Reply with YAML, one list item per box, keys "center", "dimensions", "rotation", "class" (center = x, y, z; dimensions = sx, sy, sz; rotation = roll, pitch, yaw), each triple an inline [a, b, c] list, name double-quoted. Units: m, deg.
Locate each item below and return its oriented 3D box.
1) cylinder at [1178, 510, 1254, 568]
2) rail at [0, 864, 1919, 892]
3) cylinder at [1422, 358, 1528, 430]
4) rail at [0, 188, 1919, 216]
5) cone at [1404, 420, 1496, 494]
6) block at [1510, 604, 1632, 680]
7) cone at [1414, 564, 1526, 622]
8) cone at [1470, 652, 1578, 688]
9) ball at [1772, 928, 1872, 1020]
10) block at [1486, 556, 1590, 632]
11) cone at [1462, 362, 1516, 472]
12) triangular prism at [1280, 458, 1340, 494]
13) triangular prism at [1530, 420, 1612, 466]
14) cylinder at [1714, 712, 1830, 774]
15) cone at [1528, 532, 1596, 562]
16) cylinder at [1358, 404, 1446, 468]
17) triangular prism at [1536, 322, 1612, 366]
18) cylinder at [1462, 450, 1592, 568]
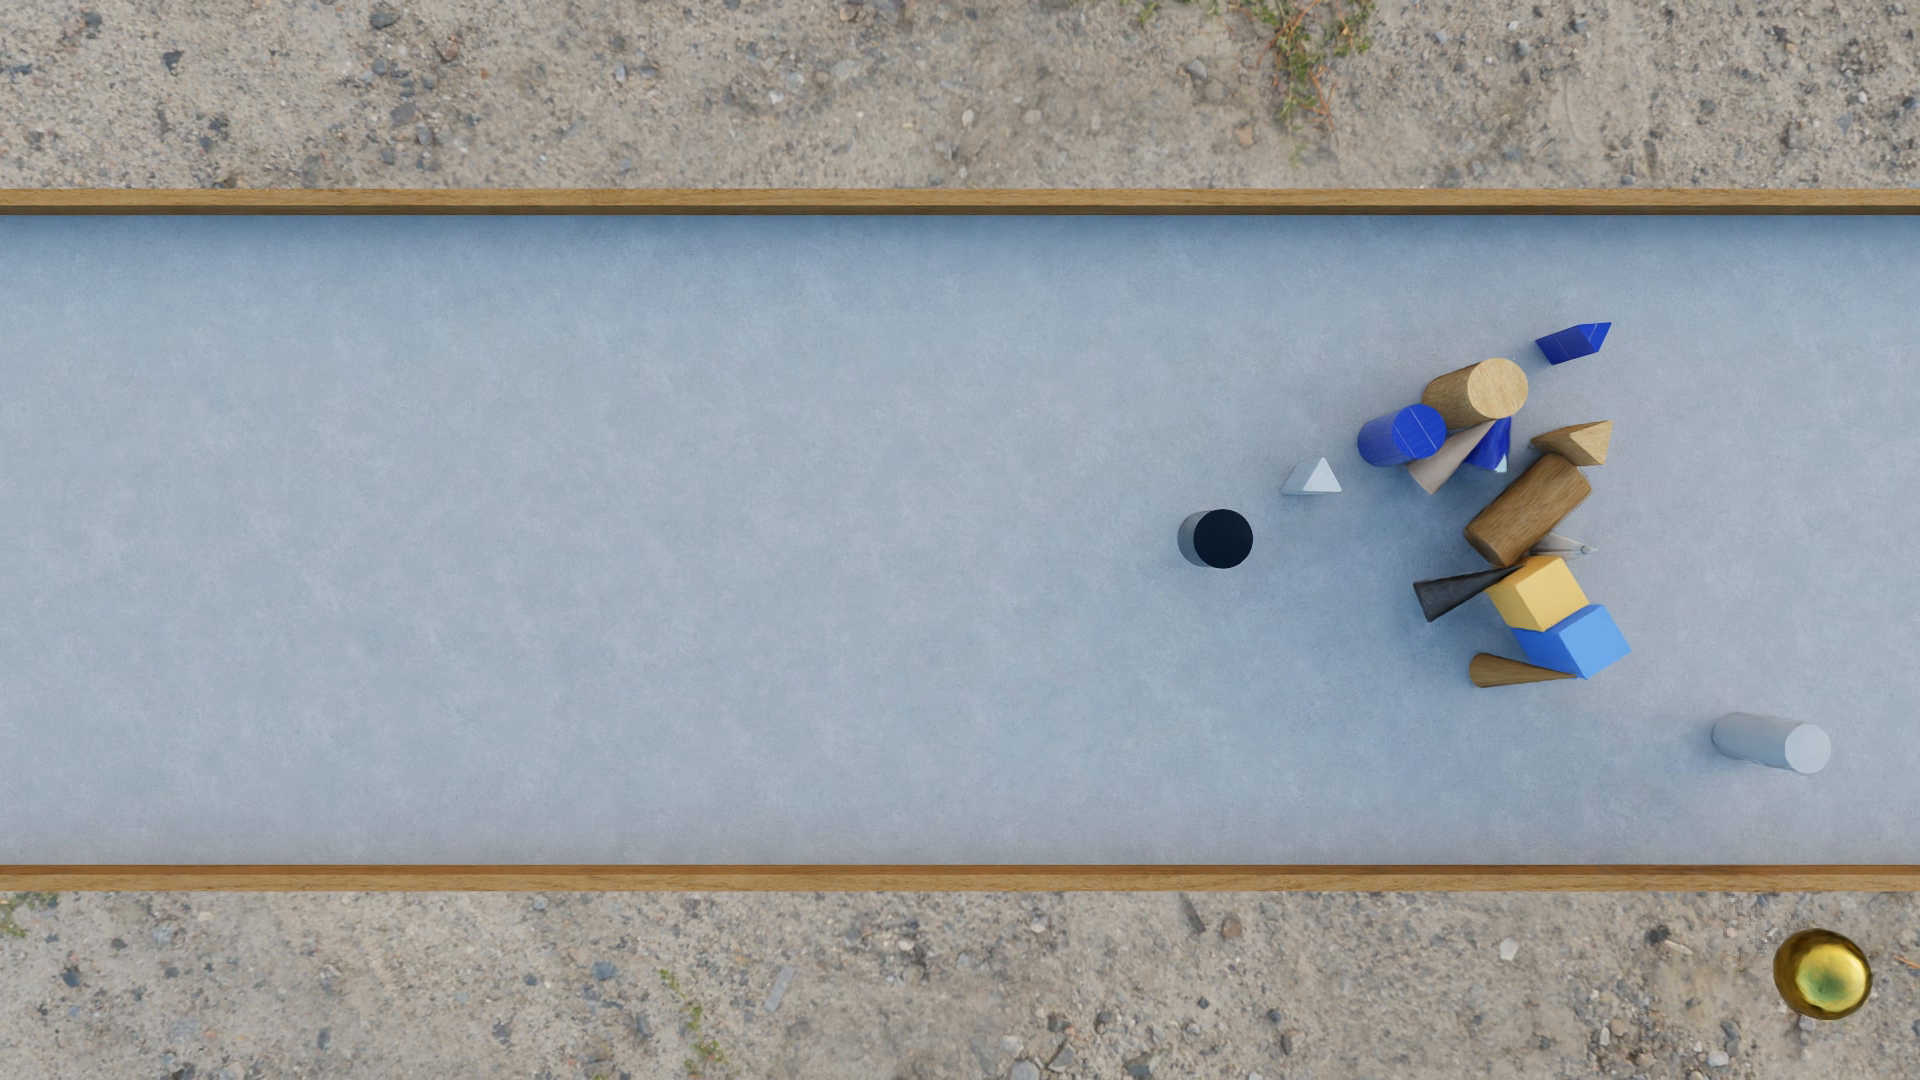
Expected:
- center: [0.755, -0.003, 4.905]
  dimensions: [0.172, 0.344, 0.172]
  rotation: [0, 90, 0]
  class: "cylinder"
- center: [-2.247, 1.025, 5.001]
  dimensions: [12.000, 0.150, 0.050]
  rotation: [0, 90, 0]
  class: "rail"
- center: [1.506, -0.425, 4.848]
  dimensions: [0.171, 0.458, 0.171]
  rotation: [0, 90, 0]
  class: "cylinder"
- center: [-2.247, -1.025, 5.002]
  dimensions: [12.000, 0.150, 0.050]
  rotation: [0, 90, 0]
  class: "rail"
- center: [1.508, -0.290, 4.945]
  dimensions: [0.327, 0.137, 0.137]
  rotation: [-42, 90, 25]
  class: "cone"
- center: [1.798, 0.293, 4.874]
  dimensions: [0.154, 0.400, 0.154]
  rotation: [-31, 89, -1]
  class: "block"
- center: [1.546, 0.132, 4.966]
  dimensions: [0.326, 0.130, 0.130]
  rotation: [-22, 90, 17]
  class: "cone"
- center: [1.686, 0.394, 4.874]
  dimensions: [0.107, 0.397, 0.107]
  rotation: [1, 88, -25]
  class: "cone"
- center: [2.559, 1.289, 4.897]
  dimensions: [0.264, 0.264, 0.264]
  rotation: [0, 90, 0]
  class: "ball"
- center: [1.712, 0.157, 4.922]
  dimensions: [0.158, 0.308, 0.158]
  rotation: [-32, 90, 0]
  class: "block"
- center: [1.624, -0.385, 4.971]
  dimensions: [0.150, 0.150, 0.333]
  rotation: [15, 101, 0]
  class: "cone"
- center: [1.043, -0.190, 4.907]
  dimensions: [0.109, 0.340, 0.094]
  rotation: [2, 90, 0]
  class: "triangular prism"
- center: [1.838, -0.303, 4.905]
  dimensions: [0.129, 0.340, 0.112]
  rotation: [41, 91, 0]
  class: "triangular prism"
- center: [2.396, 0.597, 4.878]
  dimensions: [0.142, 0.357, 0.142]
  rotation: [0, 90, -7]
  class: "cylinder"
- center: [1.805, 0.028, 4.866]
  dimensions: [0.109, 0.422, 0.109]
  rotation: [0, 90, 0]
  class: "cone"
- center: [1.299, -0.304, 4.872]
  dimensions: [0.154, 0.407, 0.154]
  rotation: [0, 89, 0]
  class: "cylinder"
- center: [1.832, -0.599, 4.900]
  dimensions: [0.081, 0.353, 0.094]
  rotation: [-34, 90, 0]
  class: "triangular prism"
- center: [1.713, -0.089, 4.988]
  dimensions: [0.347, 0.177, 0.177]
  rotation: [-43, 90, 0]
  class: "cylinder"
